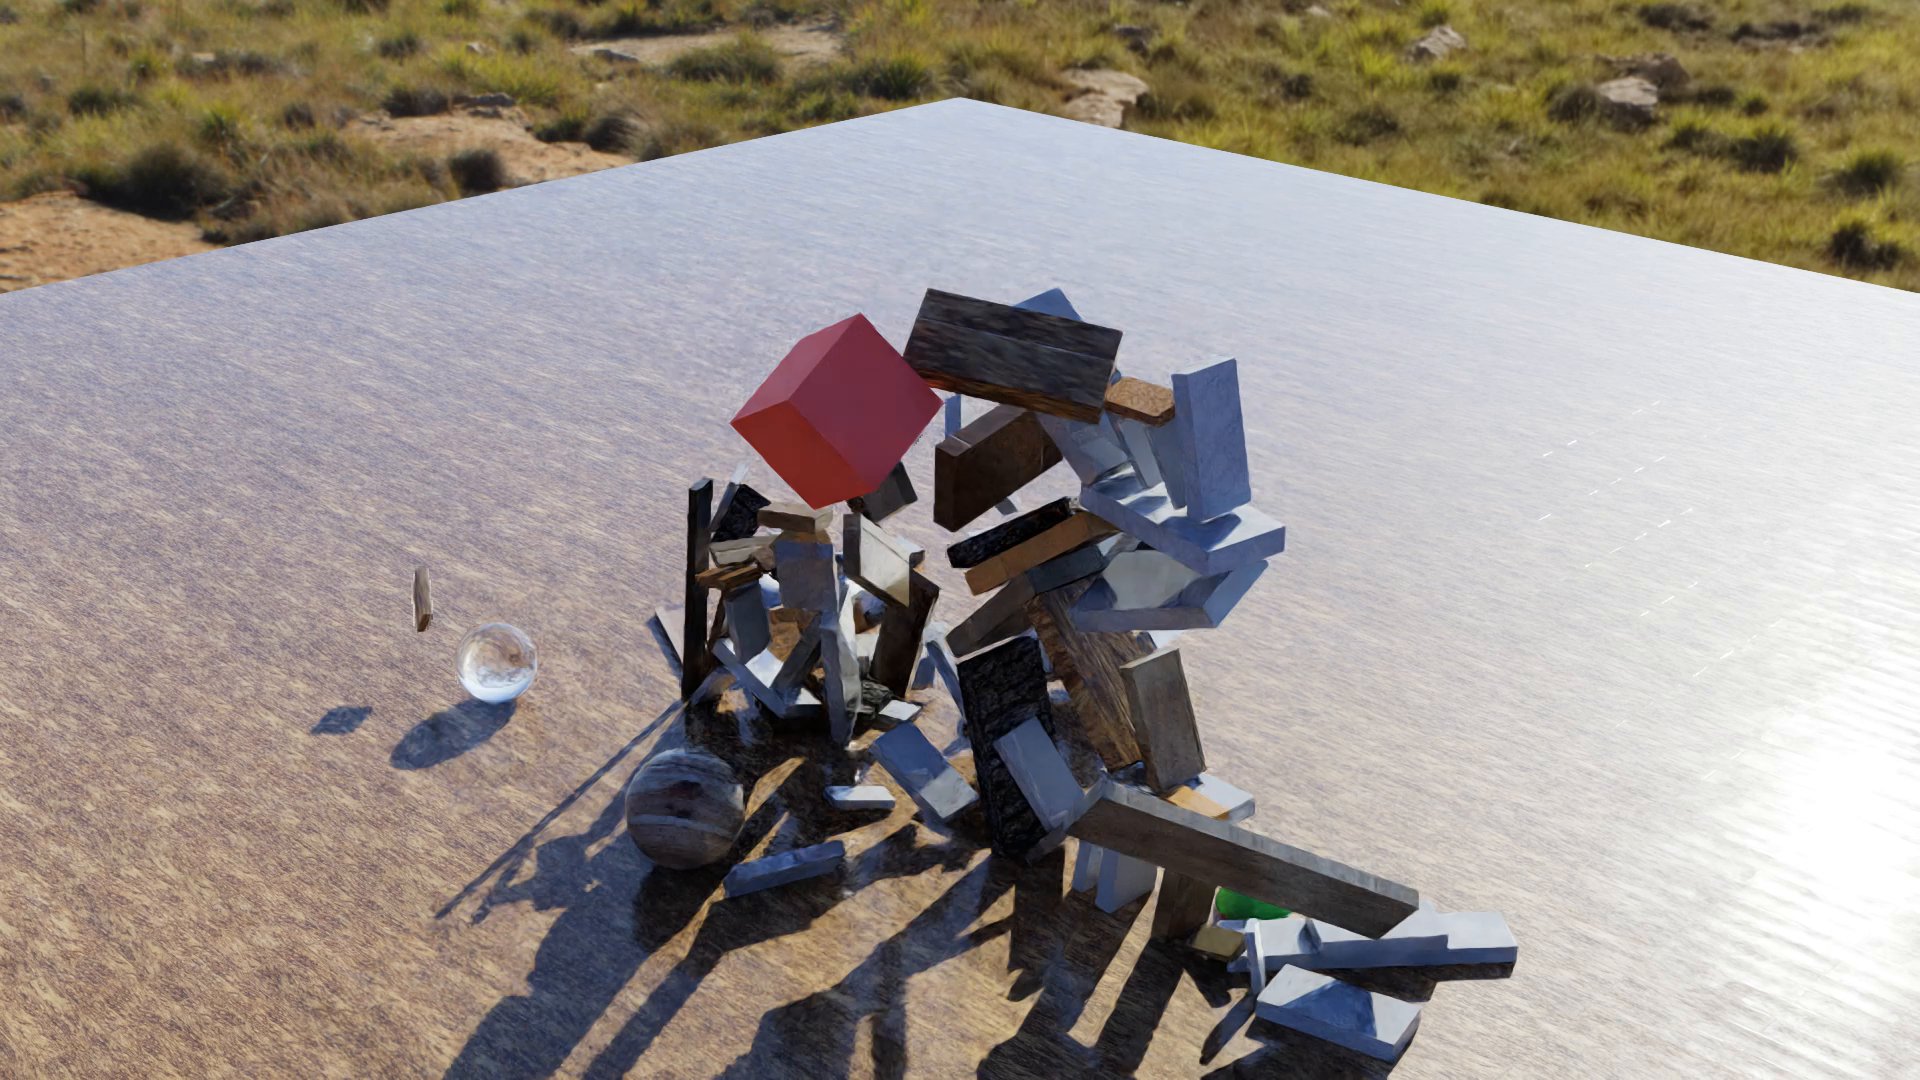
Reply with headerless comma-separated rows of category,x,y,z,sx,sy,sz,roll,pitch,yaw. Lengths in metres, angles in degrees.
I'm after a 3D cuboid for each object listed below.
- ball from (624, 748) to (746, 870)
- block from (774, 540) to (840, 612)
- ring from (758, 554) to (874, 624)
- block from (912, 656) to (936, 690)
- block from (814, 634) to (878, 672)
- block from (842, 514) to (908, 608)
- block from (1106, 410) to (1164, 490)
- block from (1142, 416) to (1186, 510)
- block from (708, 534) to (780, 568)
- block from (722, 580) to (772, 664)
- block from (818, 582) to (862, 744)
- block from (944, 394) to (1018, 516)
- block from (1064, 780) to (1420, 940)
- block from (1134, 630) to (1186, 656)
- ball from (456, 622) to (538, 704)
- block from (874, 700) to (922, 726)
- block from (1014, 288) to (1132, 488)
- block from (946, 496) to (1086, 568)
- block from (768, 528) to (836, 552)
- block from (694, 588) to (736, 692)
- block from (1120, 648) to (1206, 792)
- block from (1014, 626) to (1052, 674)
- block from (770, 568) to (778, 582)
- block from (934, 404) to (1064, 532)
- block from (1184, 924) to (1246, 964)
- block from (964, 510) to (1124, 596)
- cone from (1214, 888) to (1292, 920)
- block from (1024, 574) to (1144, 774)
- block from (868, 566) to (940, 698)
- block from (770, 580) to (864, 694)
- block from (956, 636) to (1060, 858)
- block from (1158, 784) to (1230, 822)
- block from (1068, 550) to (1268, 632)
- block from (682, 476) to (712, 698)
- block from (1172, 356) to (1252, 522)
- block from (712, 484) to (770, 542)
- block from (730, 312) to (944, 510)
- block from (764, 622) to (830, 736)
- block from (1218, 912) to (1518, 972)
ball,-0.529,0.518,4.241,0.234,0.234,0.234,0,23,0
block,-0.305,0.073,4.401,0.114,0.229,0.032,4,61,3
ring,-0.365,0.124,5.332,0.326,0.109,0.326,-1,23,1
block,-0.127,0.304,4.947,0.143,0.020,0.072,-5,54,7
block,-0.254,0.250,4.948,0.121,0.034,0.242,4,9,3
block,-0.163,0.044,4.315,0.033,0.117,0.389,-3,-11,12
block,0.322,-0.173,3.826,0.077,0.155,0.022,-30,10,-21
block,0.376,-0.138,3.752,0.077,0.155,0.022,-23,8,-13
block,-0.436,0.021,4.697,0.207,0.015,0.054,-8,61,-35
block,-0.451,0.173,4.670,0.024,0.172,0.086,24,47,35
block,-0.251,0.263,4.638,0.037,0.371,0.129,6,47,9
block,0.042,-0.163,4.238,0.033,0.234,0.117,-21,44,20
block,0.489,0.555,3.782,0.642,0.126,0.036,21,46,-19
block,0.427,0.224,4.969,0.173,0.049,0.347,-32,-4,27
ball,-1.029,0.273,4.887,0.180,0.180,0.180,0,23,0
block,-0.165,0.376,4.850,0.143,0.020,0.072,12,26,26
block,0.200,-0.275,3.924,0.175,0.050,0.351,-26,75,-33
block,0.132,-0.013,4.201,0.288,0.041,0.144,-24,-14,32
block,-0.328,0.018,4.601,0.114,0.229,0.032,-43,73,-9
block,-0.518,0.206,4.848,0.024,0.345,0.086,35,44,16
block,0.366,0.322,3.946,0.116,0.231,0.033,-19,9,-35
block,0.173,0.197,4.959,0.097,0.194,0.027,15,-12,-31
block,-0.366,0.068,4.714,0.015,0.054,0.108,42,6,19
block,0.111,-0.186,4.131,0.050,0.175,0.416,30,47,31
block,0.465,0.726,3.958,0.059,0.017,0.118,-42,25,-28
block,0.179,0.009,4.065,0.172,0.049,0.345,-18,-6,-43
cone,0.555,0.616,4.119,0.149,0.149,0.149,0,23,0
block,0.267,0.243,4.040,0.173,0.346,0.049,-17,-14,-42
block,-0.120,0.196,4.666,0.097,0.363,0.027,33,50,14
block,-0.306,0.206,4.718,0.037,0.258,0.129,36,20,7
block,0.108,0.403,4.298,0.173,0.394,0.049,-22,18,-36
block,0.412,0.469,3.873,0.059,0.017,0.118,-18,29,-36
block,0.362,0.086,3.876,0.345,0.049,0.172,-5,34,51
block,-0.579,0.109,4.843,0.021,0.516,0.073,14,27,16
block,0.425,-0.171,3.705,0.126,0.252,0.036,-21,20,-40
block,-0.470,-0.041,4.724,0.021,0.073,0.147,-20,39,56
block,-0.211,-0.217,3.766,0.215,0.215,0.215,-14,34,56
block,-0.388,0.304,4.873,0.121,0.034,0.303,-7,44,-17
block,0.738,0.730,3.999,0.526,0.033,0.116,-1,23,-3
